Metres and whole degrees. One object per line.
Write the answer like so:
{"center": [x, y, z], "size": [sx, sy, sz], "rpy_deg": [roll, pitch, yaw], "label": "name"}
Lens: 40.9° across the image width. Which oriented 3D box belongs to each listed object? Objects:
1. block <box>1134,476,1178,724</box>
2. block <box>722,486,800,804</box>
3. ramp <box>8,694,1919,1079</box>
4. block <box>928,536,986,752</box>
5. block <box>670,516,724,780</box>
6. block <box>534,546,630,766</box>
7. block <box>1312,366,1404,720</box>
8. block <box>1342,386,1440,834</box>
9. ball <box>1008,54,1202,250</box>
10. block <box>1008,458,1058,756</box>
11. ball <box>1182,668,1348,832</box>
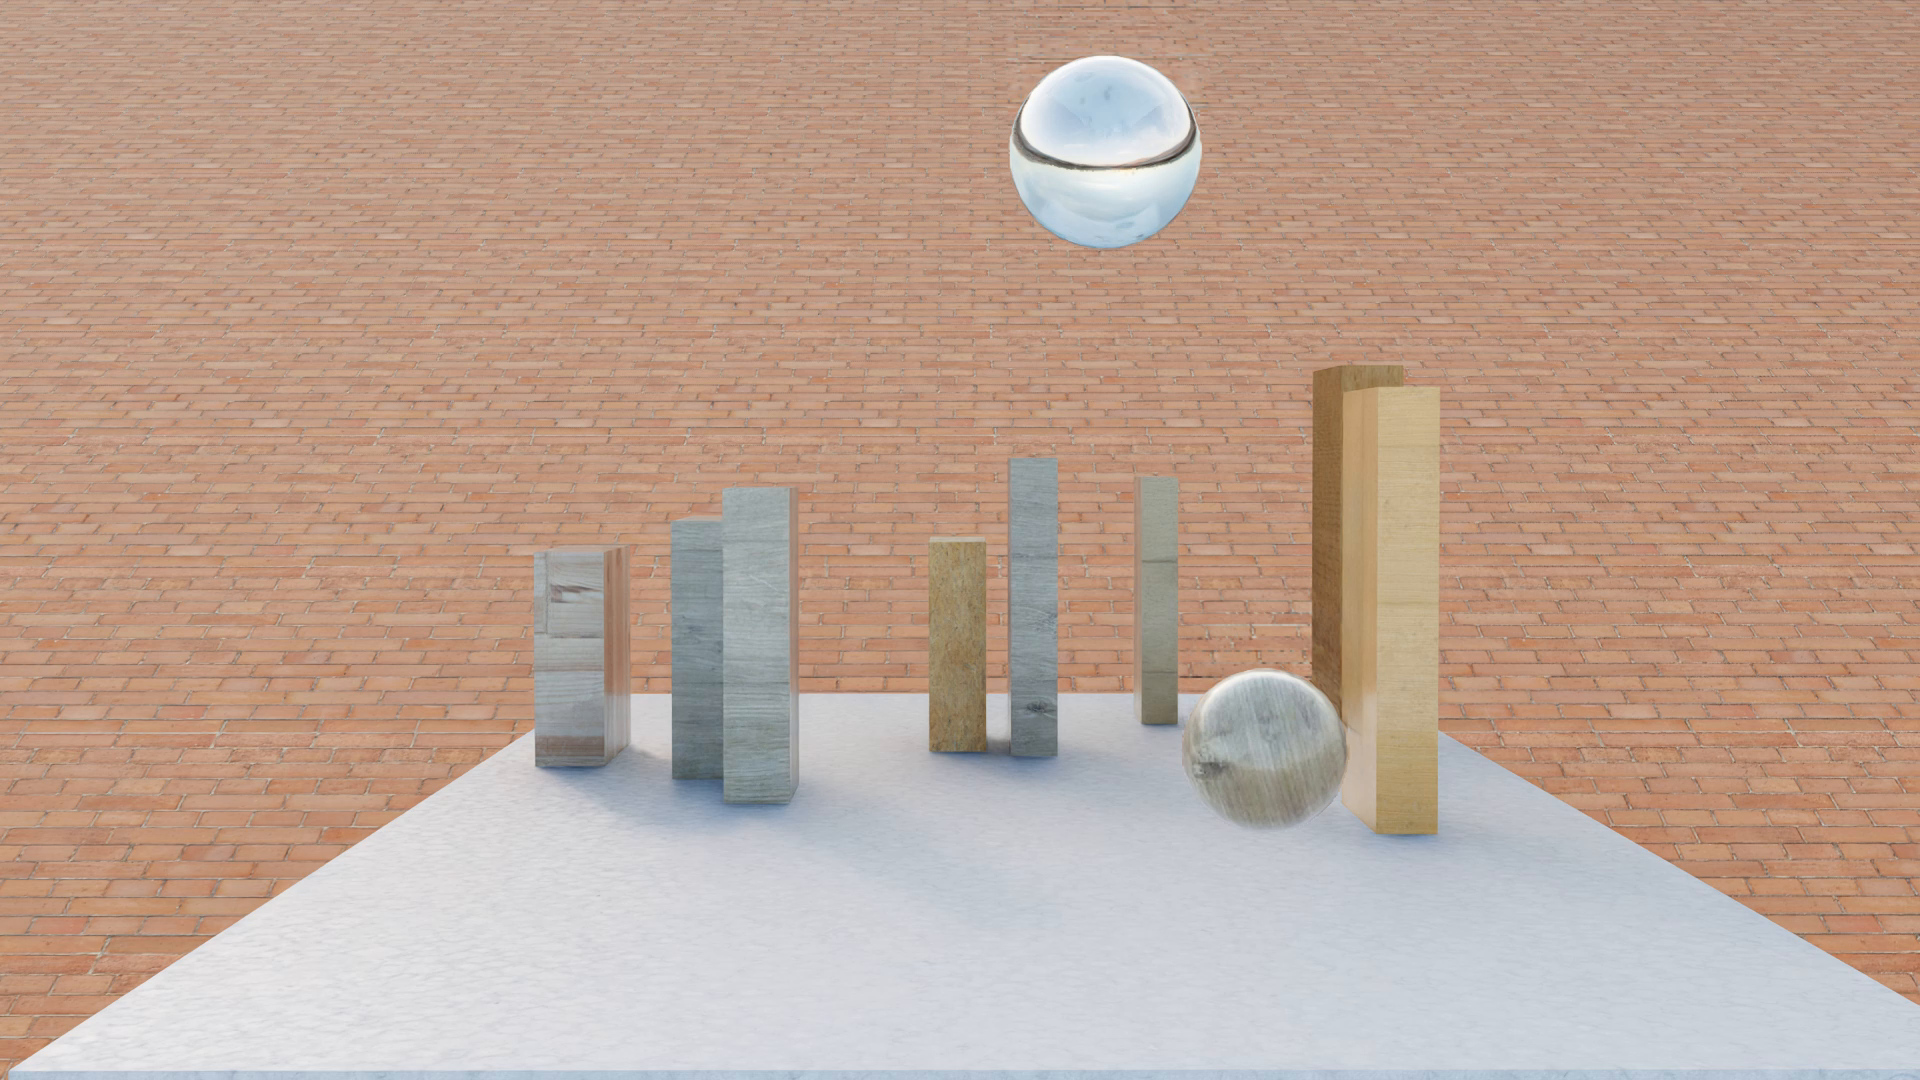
{"center": [0.450, 0.133, 5.932], "size": [0.082, 0.556, 0.258], "rpy_deg": [0, 2, 0], "label": "block"}
{"center": [-0.355, 0.180, 4.620], "size": [0.116, 0.550, 0.265], "rpy_deg": [0, 2, 0], "label": "block"}
{"center": [0.056, 0.507, 4.550], "size": [2.000, 0.100, 4.000], "rpy_deg": [0, 2, 0], "label": "ramp"}
{"center": [-0.005, 0.213, 5.441], "size": [0.117, 0.429, 0.340], "rpy_deg": [0, 2, 0], "label": "block"}
{"center": [-0.477, 0.199, 5.043], "size": [0.127, 0.484, 0.439], "rpy_deg": [0, 2, 0], "label": "block"}
{"center": [-0.762, 0.226, 5.227], "size": [0.136, 0.418, 0.407], "rpy_deg": [0, 2, 0], "label": "block"}
{"center": [0.862, 0.024, 5.614], "size": [0.130, 0.794, 0.429], "rpy_deg": [0, 2, 0], "label": "block"}
{"center": [0.715, 0.107, 4.299], "size": [0.098, 0.715, 0.371], "rpy_deg": [0, 2, 0], "label": "block"}
{"center": [0.140, -0.374, 2.487], "size": [0.185, 0.185, 0.185], "rpy_deg": [0, 24, 0], "label": "ball"}
{"center": [0.149, 0.130, 5.354], "size": [0.094, 0.601, 0.346], "rpy_deg": [0, 2, 0], "label": "block"}
{"center": [0.314, 0.216, 2.652], "size": [0.168, 0.168, 0.168], "rpy_deg": [0, 24, 0], "label": "ball"}
